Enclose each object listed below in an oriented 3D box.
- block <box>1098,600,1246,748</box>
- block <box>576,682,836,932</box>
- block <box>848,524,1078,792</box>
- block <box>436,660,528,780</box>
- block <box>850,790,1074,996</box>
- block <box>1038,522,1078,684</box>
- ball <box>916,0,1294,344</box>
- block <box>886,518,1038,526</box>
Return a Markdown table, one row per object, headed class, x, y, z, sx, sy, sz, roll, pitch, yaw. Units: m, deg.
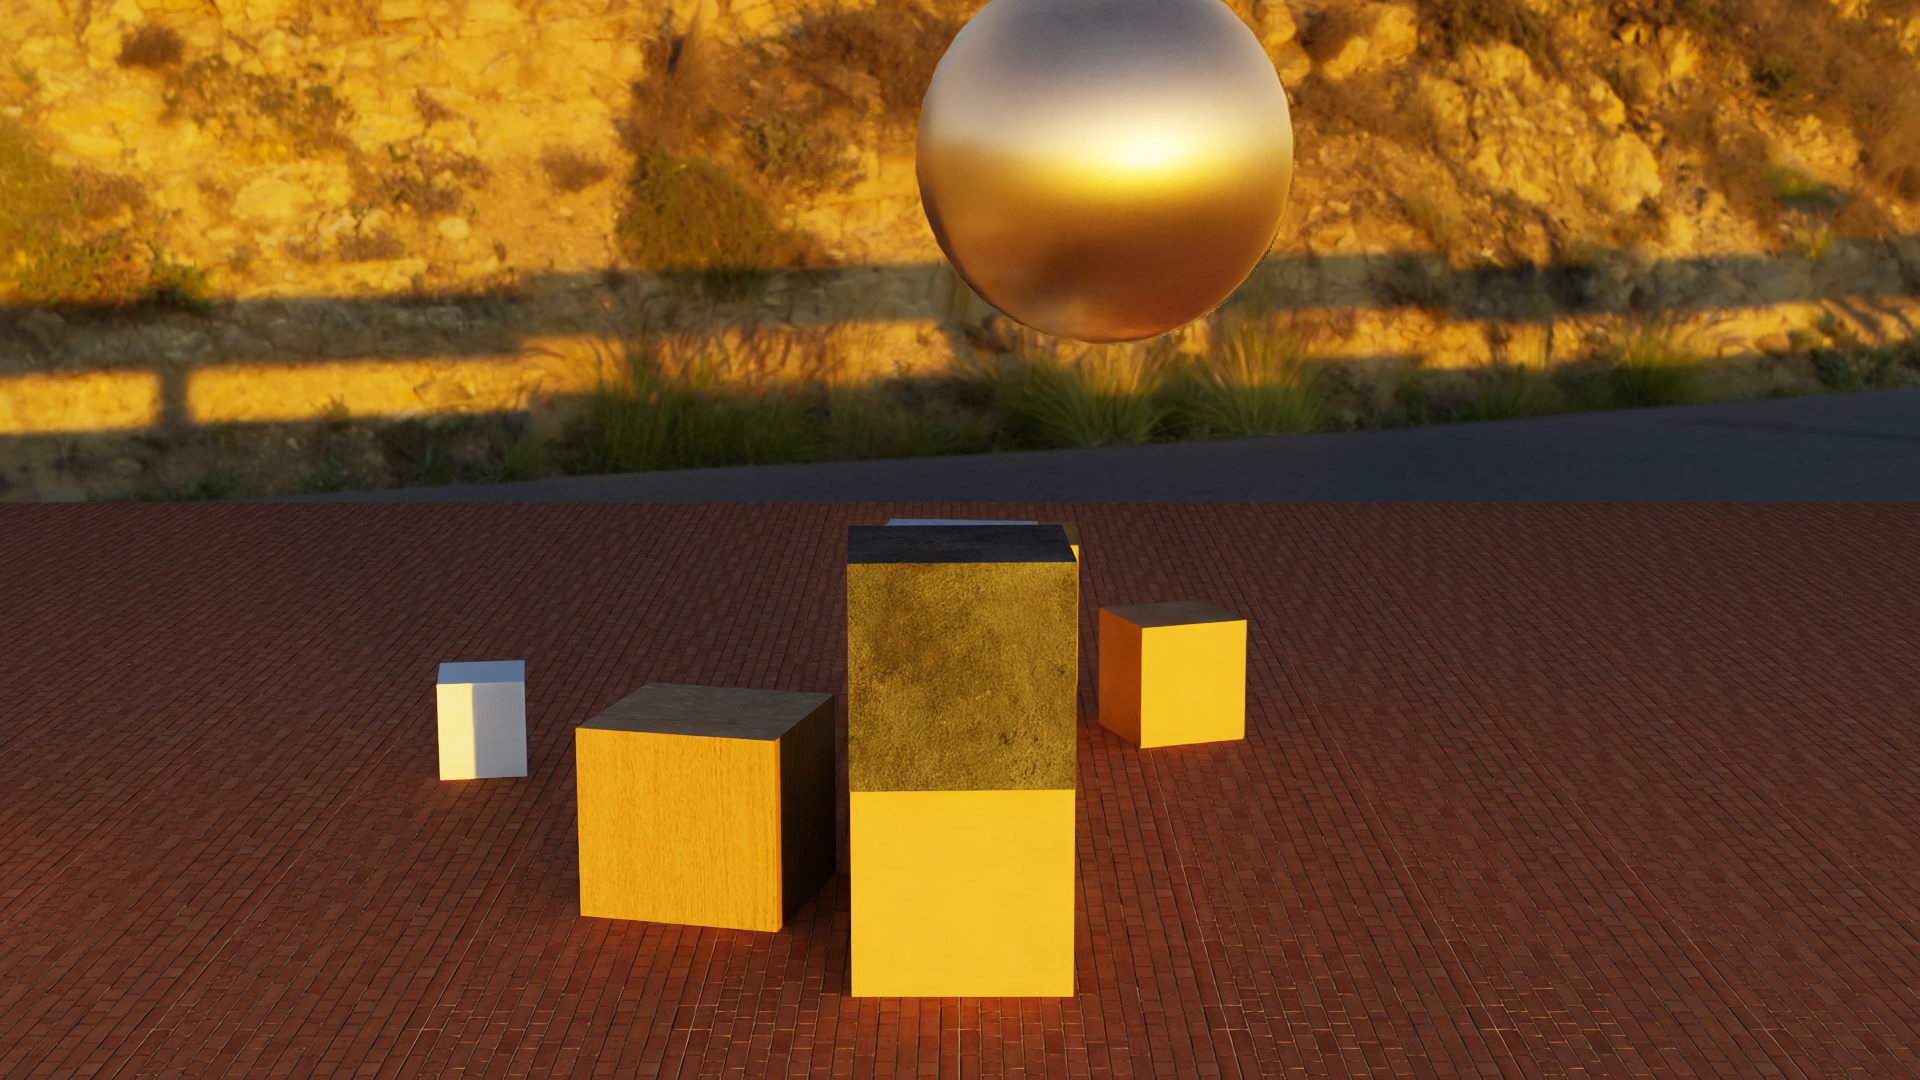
| class | x | y | z | sx | sy | sz | roll | pitch | yaw |
| --- | --- | --- | --- | --- | --- | --- | --- | --- | --- |
| block | 1.139 | 0.714 | 13.831 | 0.602 | 0.647 | 0.572 | -4 | 11 | -20 |
| block | -1.077 | 1.132 | 11.060 | 0.871 | 0.816 | 0.839 | 3 | 11 | 14 |
| block | -0.005 | 0.440 | 9.922 | 0.850 | 0.869 | 0.804 | 0 | 10 | -2 |
| block | -2.442 | 0.917 | 13.146 | 0.432 | 0.492 | 0.487 | -2 | 10 | -9 |
| block | 0.010 | 1.266 | 10.205 | 0.853 | 0.858 | 0.803 | 0 | 10 | 0 |
| block | 0.211 | 0.299 | 12.520 | 0.707 | 0.675 | 0.657 | 0 | 10 | 1 |
| ball | 0.610 | -1.635 | 10.883 | 1.600 | 1.600 | 1.600 | 0 | 10 | 0 |
| block | -0.013 | 0.233 | 11.626 | 0.686 | 0.544 | 0.664 | 1 | 10 | 5 |
